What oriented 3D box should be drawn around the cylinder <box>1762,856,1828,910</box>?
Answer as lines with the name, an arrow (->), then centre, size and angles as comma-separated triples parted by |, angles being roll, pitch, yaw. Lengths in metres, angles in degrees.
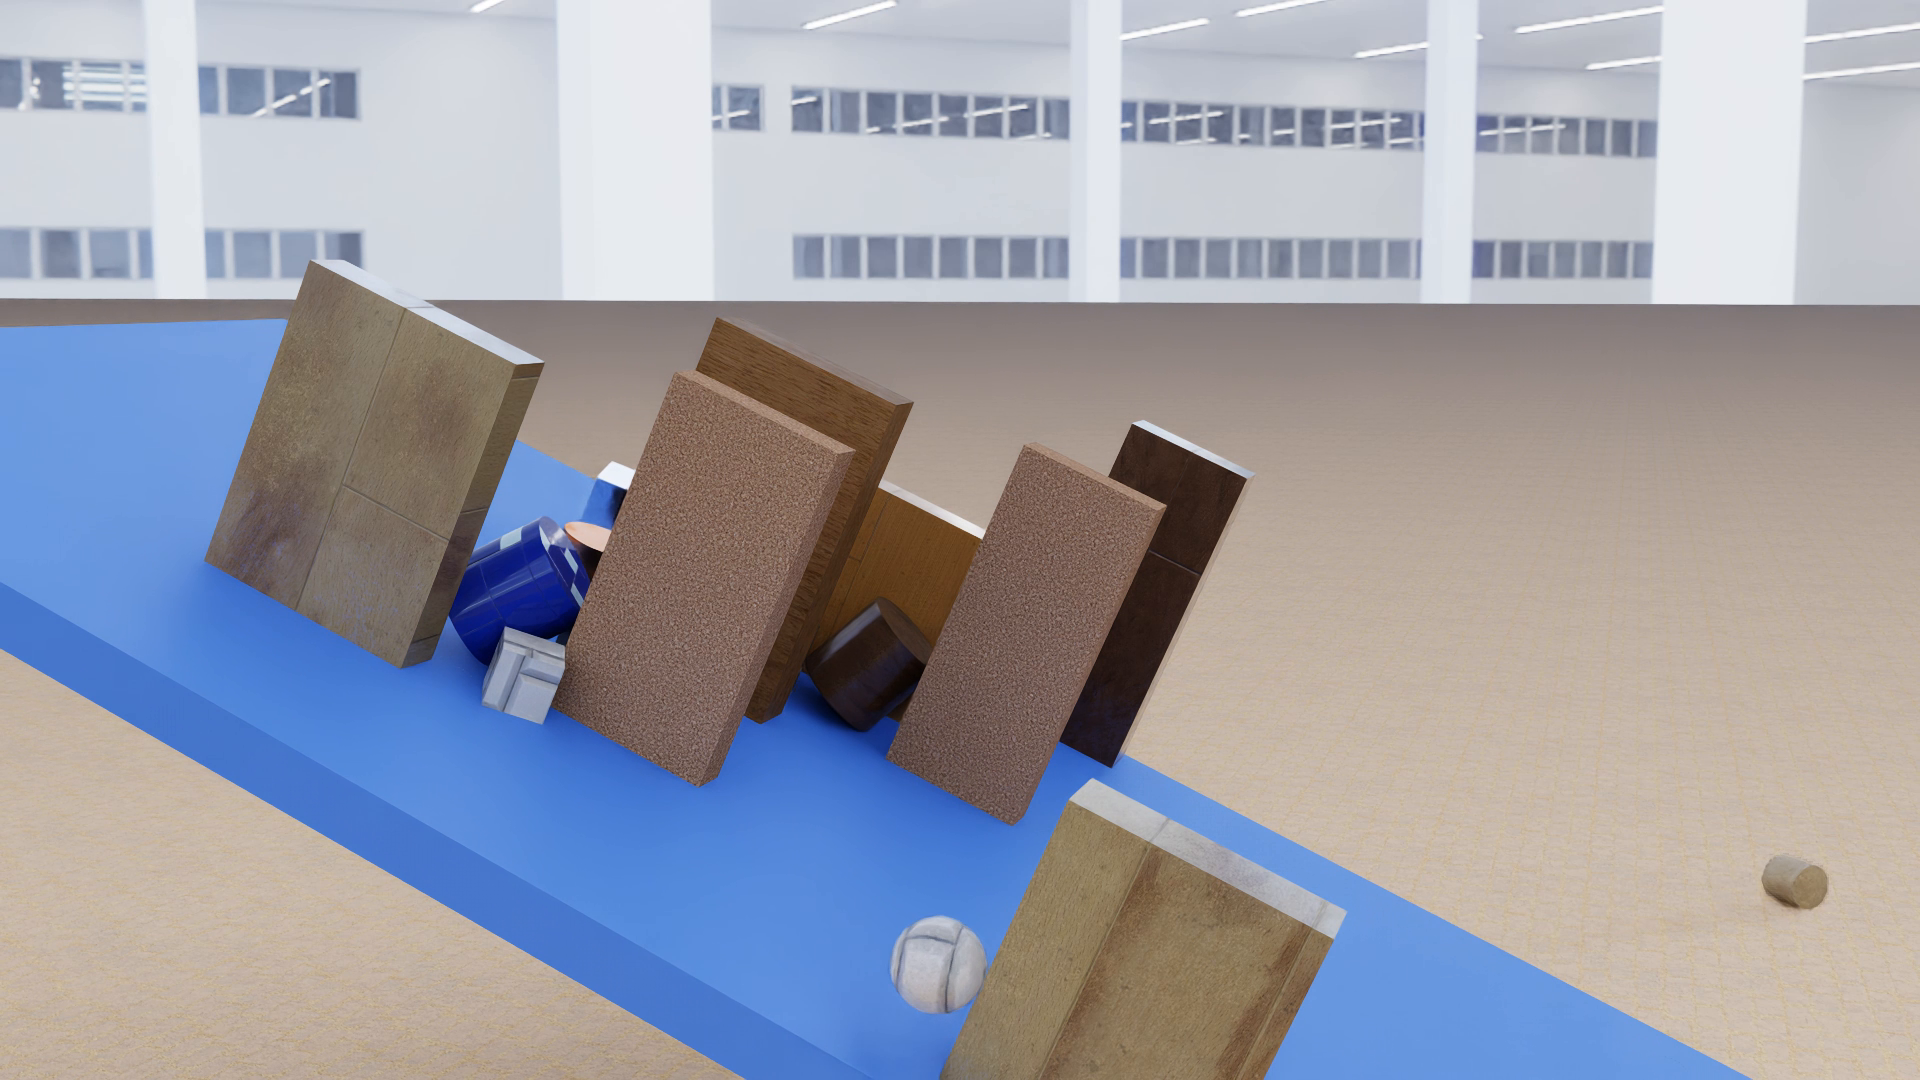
cylinder -> 2.459, 1.007, 6.477 | 0.129, 0.129, 0.129 | -3, 7, -21

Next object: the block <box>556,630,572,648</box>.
block -> -0.676, 0.217, 4.035 | 0.117, 0.117, 0.117 | 18, 14, -23

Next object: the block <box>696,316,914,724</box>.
block -> -0.408, -0.040, 4.262 | 0.394, 0.681, 0.108 | 27, 14, 13

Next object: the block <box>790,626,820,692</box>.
block -> -0.403, 0.194, 4.513 | 0.154, 0.154, 0.154 | 18, 14, -24

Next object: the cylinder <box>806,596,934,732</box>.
cylinder -> -0.176, 0.250, 4.450 | 0.195, 0.195, 0.195 | -40, 0, 11

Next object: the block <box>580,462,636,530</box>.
block -> -0.731, -0.044, 4.836 | 0.174, 0.174, 0.174 | 23, 13, -4

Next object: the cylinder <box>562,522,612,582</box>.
cylinder -> -0.744, 0.070, 4.404 | 0.158, 0.158, 0.158 | 22, 13, -6

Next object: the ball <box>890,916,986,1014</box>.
ball -> -0.031, 0.609, 3.152 | 0.139, 0.139, 0.139 | 0, 7, 0

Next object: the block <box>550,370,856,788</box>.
block -> -0.459, 0.068, 3.832 | 0.326, 0.646, 0.083 | 27, 14, 13

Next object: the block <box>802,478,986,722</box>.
block -> -0.158, 0.120, 4.614 | 0.424, 0.432, 0.087 | 27, 14, 13

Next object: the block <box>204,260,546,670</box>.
block -> -1.019, -0.133, 3.809 | 0.424, 0.576, 0.102 | 27, 14, 13

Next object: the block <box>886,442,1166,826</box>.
block -> 0.125, 0.184, 4.284 | 0.287, 0.689, 0.088 | 27, 14, 13

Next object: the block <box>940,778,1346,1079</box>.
block -> 0.260, 0.655, 3.161 | 0.411, 0.468, 0.140 | 27, 14, 13

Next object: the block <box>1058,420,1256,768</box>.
block -> 0.373, 0.121, 4.893 | 0.279, 0.718, 0.114 | 27, 14, 13

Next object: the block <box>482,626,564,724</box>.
block -> -0.761, 0.235, 3.832 | 0.110, 0.110, 0.110 | 20, 14, -16

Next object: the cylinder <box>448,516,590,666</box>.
cylinder -> -0.793, 0.092, 3.949 | 0.204, 0.204, 0.204 | -25, 5, 6

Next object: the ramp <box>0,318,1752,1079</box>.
ramp -> -0.277, 0.477, 4.178 | 4.000, 0.100, 2.000 | 27, 14, 13
